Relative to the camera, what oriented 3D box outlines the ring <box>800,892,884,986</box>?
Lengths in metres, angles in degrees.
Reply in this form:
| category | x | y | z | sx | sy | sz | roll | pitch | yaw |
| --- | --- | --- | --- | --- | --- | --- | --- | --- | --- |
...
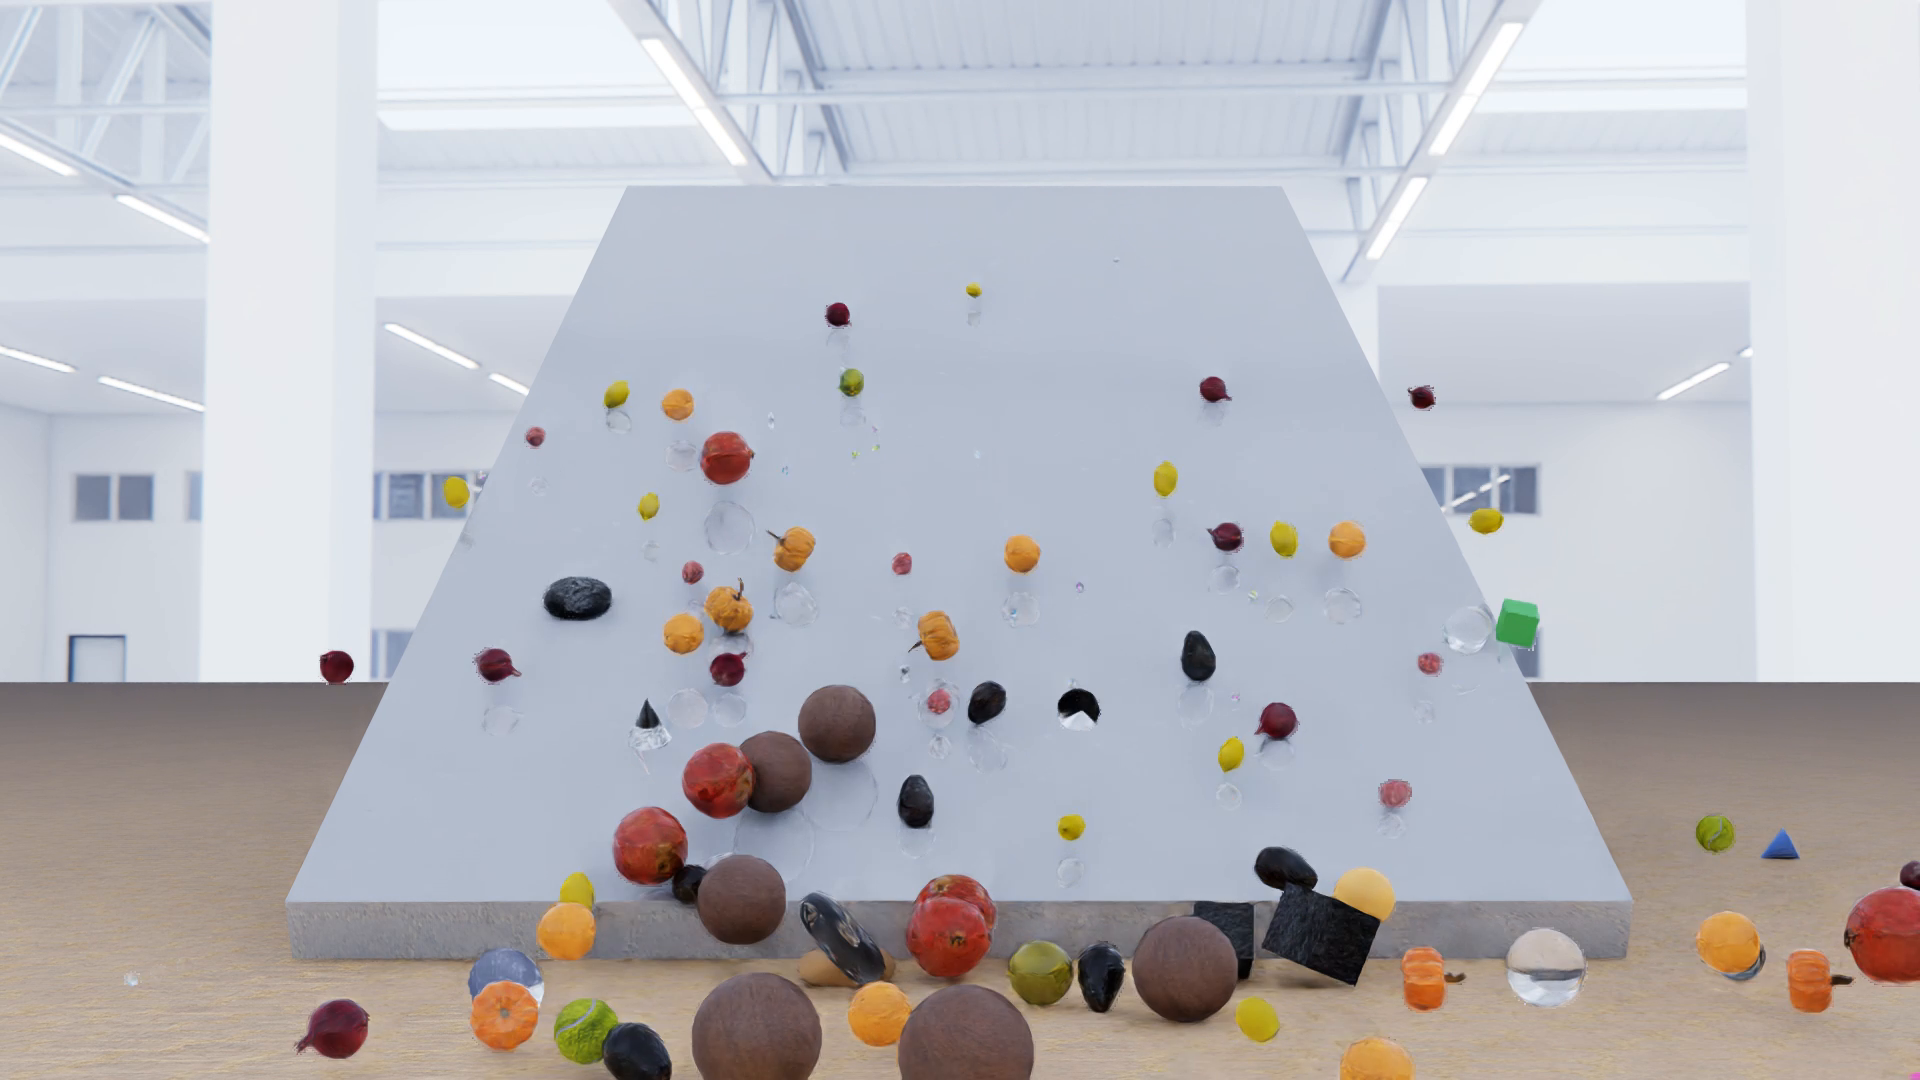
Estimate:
| category | x | y | z | sx | sy | sz | roll | pitch | yaw |
| --- | --- | --- | --- | --- | --- | --- | --- | --- | --- |
| ring | -0.155 | 0.526 | 3.068 | 0.049 | 0.147 | 0.147 | -41 | -3 | -2 |

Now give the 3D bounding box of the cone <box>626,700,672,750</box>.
| category | x | y | z | sx | sy | sz | roll | pitch | yaw |
| --- | --- | --- | --- | --- | --- | --- | --- | --- | --- |
| cone | -0.522 | 0.299 | 3.883 | 0.076 | 0.076 | 0.076 | 0 | 24 | 0 |

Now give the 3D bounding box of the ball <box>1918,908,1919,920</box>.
| category | x | y | z | sx | sy | sz | roll | pitch | yaw |
| --- | --- | --- | --- | --- | --- | --- | --- | --- | --- |
| ball | 1.608 | 0.617 | 3.823 | 0.060 | 0.060 | 0.060 | 0 | -3 | 0 |

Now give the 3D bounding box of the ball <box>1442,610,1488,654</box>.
| category | x | y | z | sx | sy | sz | roll | pitch | yaw |
| --- | --- | --- | --- | --- | --- | --- | --- | --- | --- |
| ball | 0.910 | 0.165 | 4.188 | 0.081 | 0.081 | 0.081 | 0 | -3 | 0 |

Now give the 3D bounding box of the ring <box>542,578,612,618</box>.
| category | x | y | z | sx | sy | sz | roll | pitch | yaw |
| --- | --- | --- | --- | --- | --- | --- | --- | --- | --- |
| ring | -0.717 | 0.108 | 4.355 | 0.131 | 0.044 | 0.131 | 1 | 24 | -1 |

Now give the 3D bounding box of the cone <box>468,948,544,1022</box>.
| category | x | y | z | sx | sy | sz | roll | pitch | yaw |
| --- | --- | --- | --- | --- | --- | --- | --- | --- | --- |
| cone | -0.580 | 0.571 | 2.896 | 0.095 | 0.095 | 0.095 | 2 | -31 | -30 |

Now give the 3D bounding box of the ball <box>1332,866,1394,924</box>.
| category | x | y | z | sx | sy | sz | roll | pitch | yaw |
| --- | --- | --- | --- | --- | --- | --- | --- | --- | --- |
| ball | 0.568 | 0.504 | 3.273 | 0.086 | 0.086 | 0.086 | 0 | -3 | 0 |

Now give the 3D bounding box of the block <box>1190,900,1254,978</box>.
| category | x | y | z | sx | sy | sz | roll | pitch | yaw |
| --- | --- | --- | --- | --- | --- | --- | --- | --- | --- |
| block | 0.365 | 0.556 | 3.233 | 0.080 | 0.080 | 0.080 | 3 | -29 | 3 |

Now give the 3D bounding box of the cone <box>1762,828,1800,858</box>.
| category | x | y | z | sx | sy | sz | roll | pitch | yaw |
| --- | --- | --- | --- | --- | --- | --- | --- | --- | --- |
| cone | 1.896 | 0.721 | 5.398 | 0.077 | 0.077 | 0.077 | -28 | -10 | 12 |

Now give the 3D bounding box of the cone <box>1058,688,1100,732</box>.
| category | x | y | z | sx | sy | sz | roll | pitch | yaw |
| --- | --- | --- | --- | --- | --- | --- | --- | --- | --- |
| cone | 0.207 | 0.289 | 3.963 | 0.072 | 0.072 | 0.072 | -1 | -4 | 12 |

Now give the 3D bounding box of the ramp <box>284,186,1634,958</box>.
| category | x | y | z | sx | sy | sz | roll | pitch | yaw |
| --- | --- | --- | --- | --- | --- | --- | --- | --- | --- |
| ramp | -0.008 | -0.228 | 5.295 | 2.000 | 0.100 | 4.000 | 0 | 24 | 0 |

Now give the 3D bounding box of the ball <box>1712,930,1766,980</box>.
| category | x | y | z | sx | sy | sz | roll | pitch | yaw |
| --- | --- | --- | --- | --- | --- | --- | --- | --- | --- |
| ball | 1.083 | 0.577 | 3.230 | 0.070 | 0.070 | 0.070 | 0 | -3 | 0 |

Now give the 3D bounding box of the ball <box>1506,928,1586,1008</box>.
| category | x | y | z | sx | sy | sz | roll | pitch | yaw |
| --- | --- | --- | --- | --- | --- | --- | --- | --- | --- |
| ball | 0.748 | 0.547 | 2.971 | 0.099 | 0.099 | 0.099 | 0 | -3 | 0 |

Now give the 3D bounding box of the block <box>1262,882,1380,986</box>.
| category | x | y | z | sx | sy | sz | roll | pitch | yaw |
| --- | --- | --- | --- | --- | --- | --- | --- | --- | --- |
| block | 0.495 | 0.540 | 3.187 | 0.097 | 0.097 | 0.097 | 28 | -9 | -33 |

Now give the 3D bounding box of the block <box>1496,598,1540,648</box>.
| category | x | y | z | sx | sy | sz | roll | pitch | yaw |
| --- | --- | --- | --- | --- | --- | --- | --- | --- | --- |
| block | 1.020 | 0.152 | 4.252 | 0.061 | 0.061 | 0.061 | 12 | 24 | 4 |

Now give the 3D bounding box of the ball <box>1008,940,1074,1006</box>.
| category | x | y | z | sx | sy | sz | roll | pitch | yaw |
| --- | --- | --- | --- | --- | --- | --- | --- | --- | --- |
| ball | 0.104 | 0.556 | 2.985 | 0.084 | 0.084 | 0.084 | 0 | -3 | 0 |

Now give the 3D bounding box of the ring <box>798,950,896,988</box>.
| category | x | y | z | sx | sy | sz | roll | pitch | yaw |
| --- | --- | --- | --- | --- | --- | --- | --- | --- | --- |
| ring | -0.156 | 0.589 | 3.206 | 0.134 | 0.045 | 0.134 | -1 | -3 | 0 |
